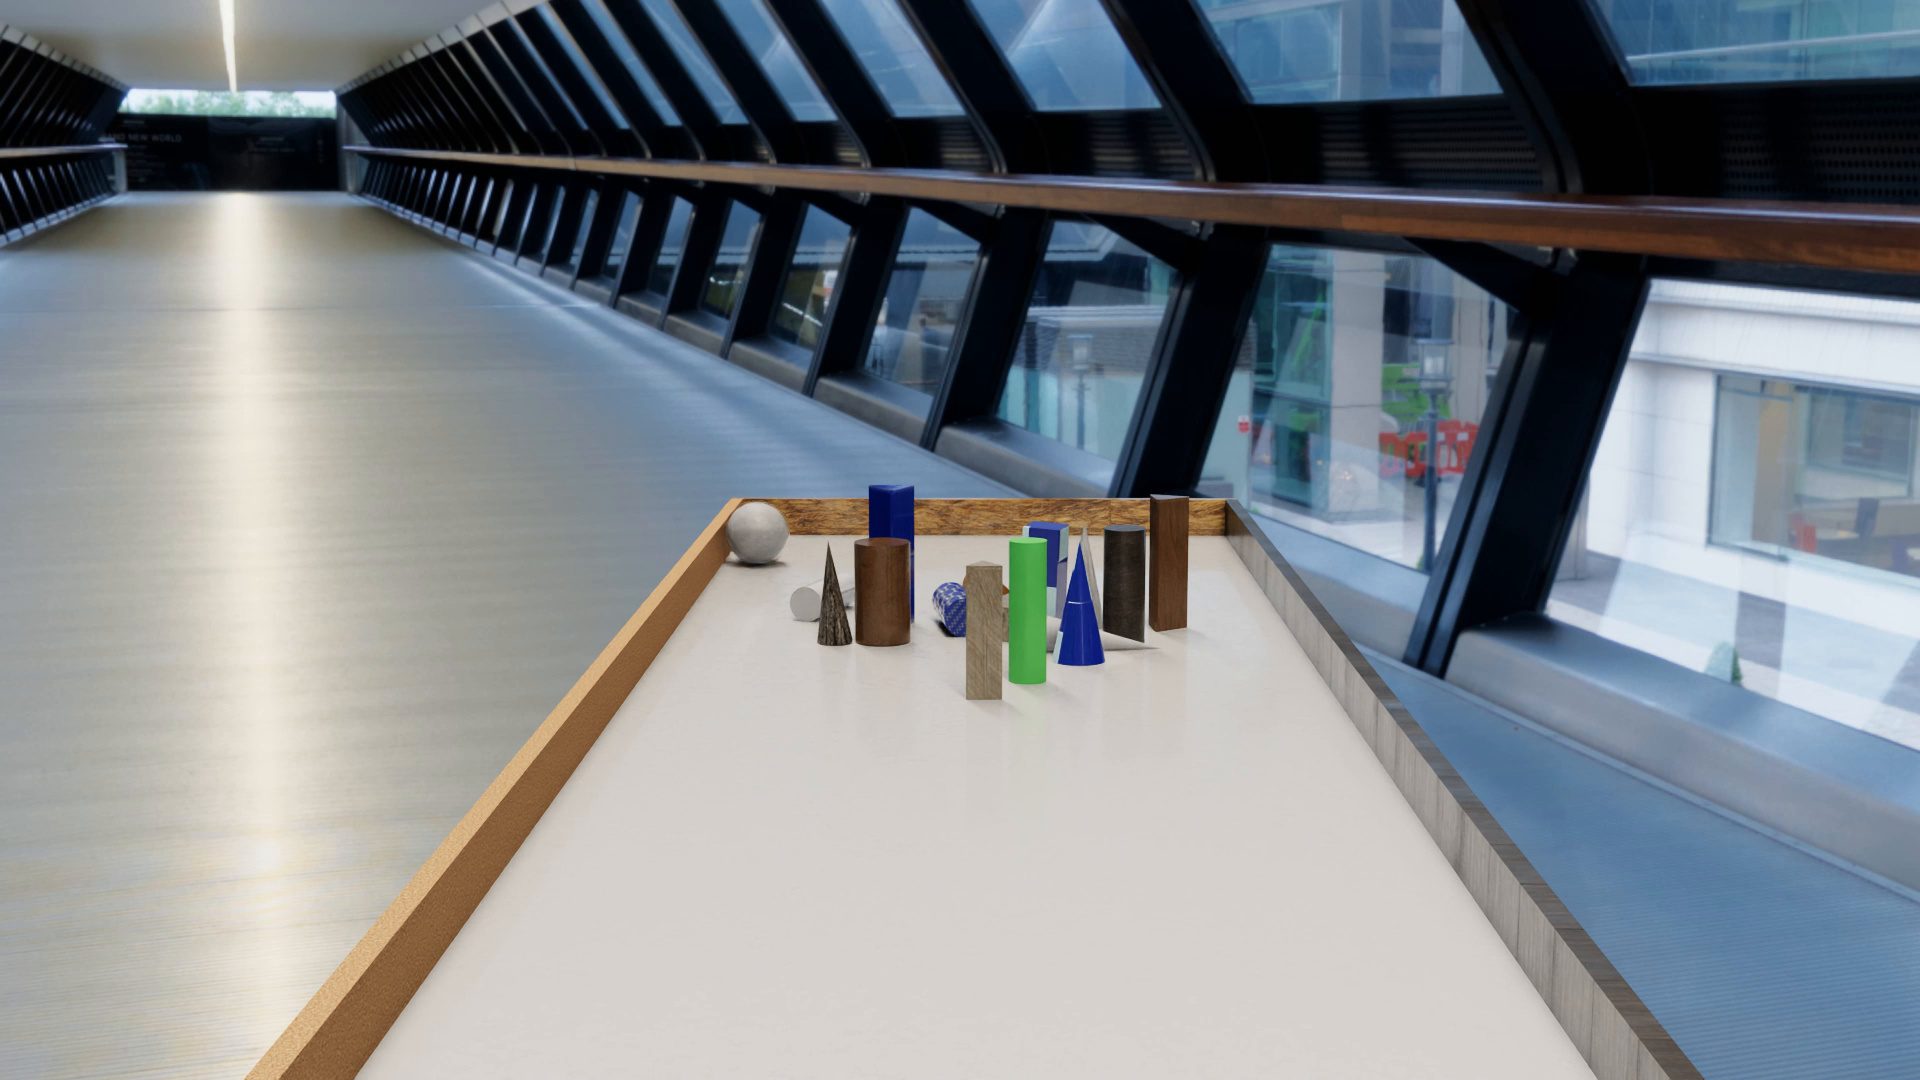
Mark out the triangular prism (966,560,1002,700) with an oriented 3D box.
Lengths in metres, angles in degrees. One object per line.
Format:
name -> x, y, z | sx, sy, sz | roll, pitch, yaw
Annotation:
triangular prism -> 0.066, 0.253, 6.192 | 0.100, 0.381, 0.086 | 0, 9, -2

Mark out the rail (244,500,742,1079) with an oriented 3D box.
rail -> -1.004, 0.839, 3.234 | 0.050, 0.150, 12.000 | 0, 9, 1

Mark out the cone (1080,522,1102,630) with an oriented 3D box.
cone -> 0.407, 0.110, 7.195 | 0.141, 0.351, 0.141 | 0, 9, 0

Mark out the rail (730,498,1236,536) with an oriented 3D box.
rail -> 0.099, -0.098, 9.147 | 2.100, 0.150, 0.050 | 0, 9, 1

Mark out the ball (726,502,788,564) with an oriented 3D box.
ball -> -0.778, -0.026, 8.419 | 0.236, 0.236, 0.236 | 0, 9, 0

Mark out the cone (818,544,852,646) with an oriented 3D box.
cone -> -0.405, 0.160, 6.927 | 0.113, 0.328, 0.113 | -3, 12, 1

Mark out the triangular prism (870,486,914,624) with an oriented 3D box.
triangular prism -> -0.205, 0.051, 7.223 | 0.126, 0.458, 0.146 | -6, 11, -32

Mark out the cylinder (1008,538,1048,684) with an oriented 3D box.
cylinder -> 0.197, 0.205, 6.389 | 0.110, 0.414, 0.110 | 0, 9, 0

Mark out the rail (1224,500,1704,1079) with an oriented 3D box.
rail -> 1.046, 0.843, 3.208 | 0.050, 0.150, 12.000 | 0, 9, 1

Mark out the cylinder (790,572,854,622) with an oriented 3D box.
cylinder -> -0.456, 0.191, 7.431 | 0.117, 0.117, 0.309 | 3, 10, 20

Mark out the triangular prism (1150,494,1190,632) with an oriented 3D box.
triangular prism -> 0.657, 0.071, 7.181 | 0.132, 0.432, 0.115 | -6, 11, -35

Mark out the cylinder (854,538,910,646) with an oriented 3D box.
cylinder -> -0.245, 0.163, 6.957 | 0.177, 0.319, 0.177 | 0, 9, 0

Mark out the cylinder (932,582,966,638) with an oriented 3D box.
cylinder -> -0.009, 0.226, 7.183 | 0.126, 0.126, 0.305 | -1, 9, -8

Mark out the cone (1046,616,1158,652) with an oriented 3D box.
cone -> 0.419, 0.310, 6.843 | 0.441, 0.131, 0.131 | 8, 8, -6

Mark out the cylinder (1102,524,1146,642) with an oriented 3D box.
cylinder -> 0.516, 0.145, 6.910 | 0.133, 0.370, 0.133 | 0, 9, 0

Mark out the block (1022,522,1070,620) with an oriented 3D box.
block -> 0.266, 0.135, 6.958 | 0.118, 0.368, 0.118 | 5, 11, 18

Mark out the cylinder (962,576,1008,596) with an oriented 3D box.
cylinder -> 0.093, 0.182, 7.460 | 0.126, 0.126, 0.316 | -1, 9, -8

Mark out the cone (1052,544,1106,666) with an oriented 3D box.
cone -> 0.361, 0.185, 6.668 | 0.164, 0.368, 0.164 | 0, 9, 0

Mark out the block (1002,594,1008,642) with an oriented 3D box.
block -> 0.204, 0.235, 7.169 | 0.112, 0.112, 0.436 | 4, 10, 26
